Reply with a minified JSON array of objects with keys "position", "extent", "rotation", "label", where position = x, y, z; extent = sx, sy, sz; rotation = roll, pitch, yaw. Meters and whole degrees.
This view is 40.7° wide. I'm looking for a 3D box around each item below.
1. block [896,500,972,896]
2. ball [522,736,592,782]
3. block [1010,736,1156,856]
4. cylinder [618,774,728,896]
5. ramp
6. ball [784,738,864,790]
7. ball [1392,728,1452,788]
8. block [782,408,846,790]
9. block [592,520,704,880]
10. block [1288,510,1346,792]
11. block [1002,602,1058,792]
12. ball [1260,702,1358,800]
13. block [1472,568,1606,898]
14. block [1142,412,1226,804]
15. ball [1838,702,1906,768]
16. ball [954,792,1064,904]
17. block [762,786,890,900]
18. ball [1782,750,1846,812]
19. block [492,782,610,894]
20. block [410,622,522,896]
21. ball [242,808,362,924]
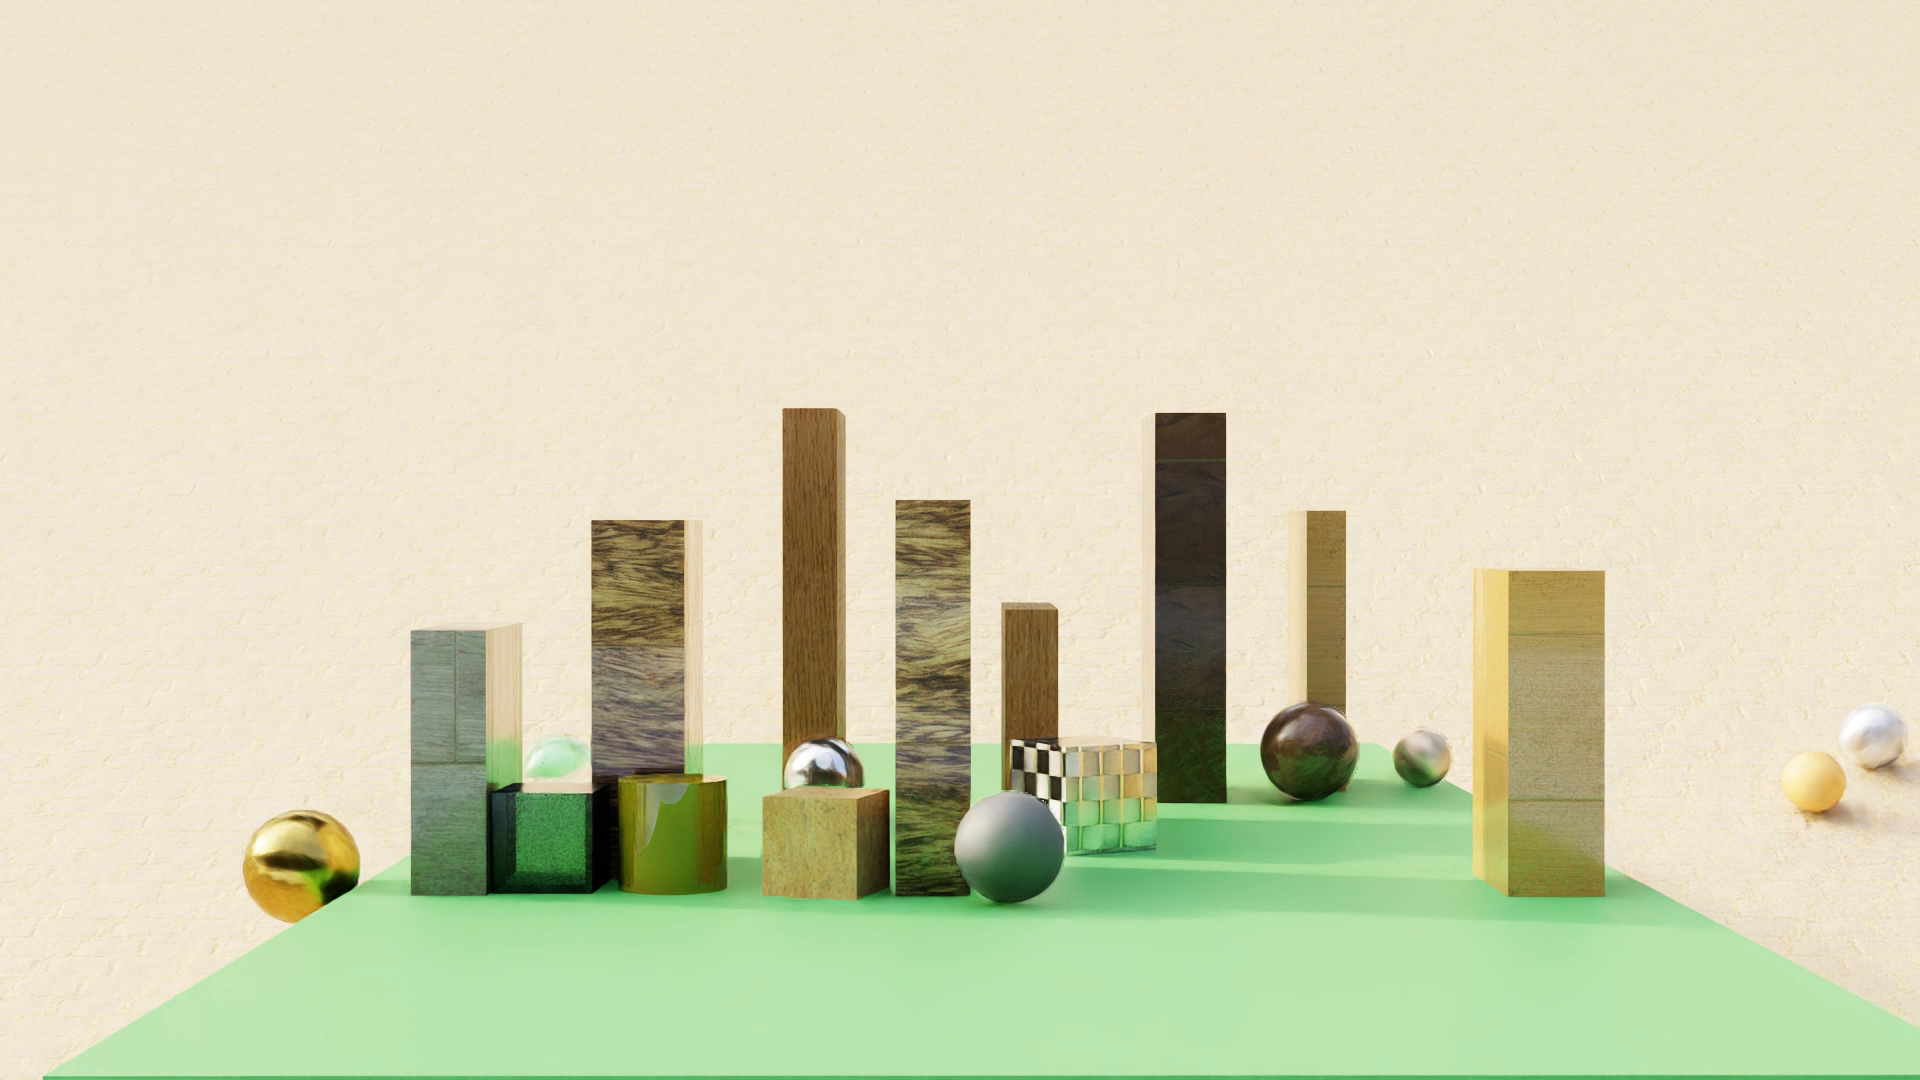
[{"position":[-0.041,0.237,4.087],"extent":[0.114,0.598,0.394],"rotation":[0,0,0],"label":"block"},{"position":[-0.769,0.454,4.988],"extent":[0.154,0.154,0.154],"rotation":[0,29,0],"label":"ball"},{"position":[0.213,0.441,4.490],"extent":[0.185,0.185,0.185],"rotation":[0,0,-30],"label":"block"},{"position":[-0.443,0.453,3.994],"extent":[0.169,0.169,0.169],"rotation":[0,0,0],"label":"cylinder"},{"position":[0.065,0.583,4.630],"extent":[2.000,0.100,4.000],"rotation":[0,0,0],"label":"ramp"},{"position":[-0.241,0.423,4.608],"extent":[0.144,0.144,0.144],"rotation":[0,29,0],"label":"ball"},{"position":[0.986,0.465,5.519],"extent":[0.124,0.124,0.124],"rotation":[0,29,0],"label":"ball"},{"position":[-0.272,0.146,4.862],"extent":[0.099,0.771,0.368],"rotation":[0,0,0],"label":"block"},{"position":[-0.508,0.251,4.226],"extent":[0.147,0.568,0.300],"rotation":[0,0,0],"label":"block"},{"position":[0.767,0.232,5.567],"extent":[0.083,0.590,0.308],"rotation":[0,0,0],"label":"block"},{"position":[0.127,0.327,4.787],"extent":[0.094,0.410,0.426],"rotation":[0,0,0],"label":"block"},{"position":[0.710,0.429,5.265],"extent":[0.199,0.199,0.199],"rotation":[0,29,0],"label":"ball"},{"position":[0.897,0.290,4.018],"extent":[0.146,0.491,0.264],"rotation":[0,0,0],"label":"block"},{"position":[0.464,0.135,5.388],"extent":[0.144,0.786,0.374],"rotation":[0,0,0],"label":"block"},{"position":[2.354,0.504,6.670],"extent":[0.167,0.167,0.167],"rotation":[0,29,0],"label":"ball"},{"position":[0.073,0.456,3.833],"extent":[0.163,0.163,0.163],"rotation":[0,29,0],"label":"ball"},{"position":[-0.204,0.461,3.955],"extent":[0.151,0.151,0.151],"rotation":[0,0,17],"label":"block"},{"position":[2.146,0.607,6.498],"extent":[0.154,0.154,0.154],"rotation":[0,29,0],"label":"ball"},{"position":[-0.632,0.460,4.003],"extent":[0.153,0.153,0.153],"rotation":[0,0,2],"label":"block"},{"position":[-0.772,0.336,4.066],"extent":[0.114,0.401,0.329],"rotation":[0,0,0],"label":"block"},{"position":[-1.024,0.508,4.025],"extent":[0.179,0.179,0.179],"rotation":[0,29,0],"label":"ball"}]
